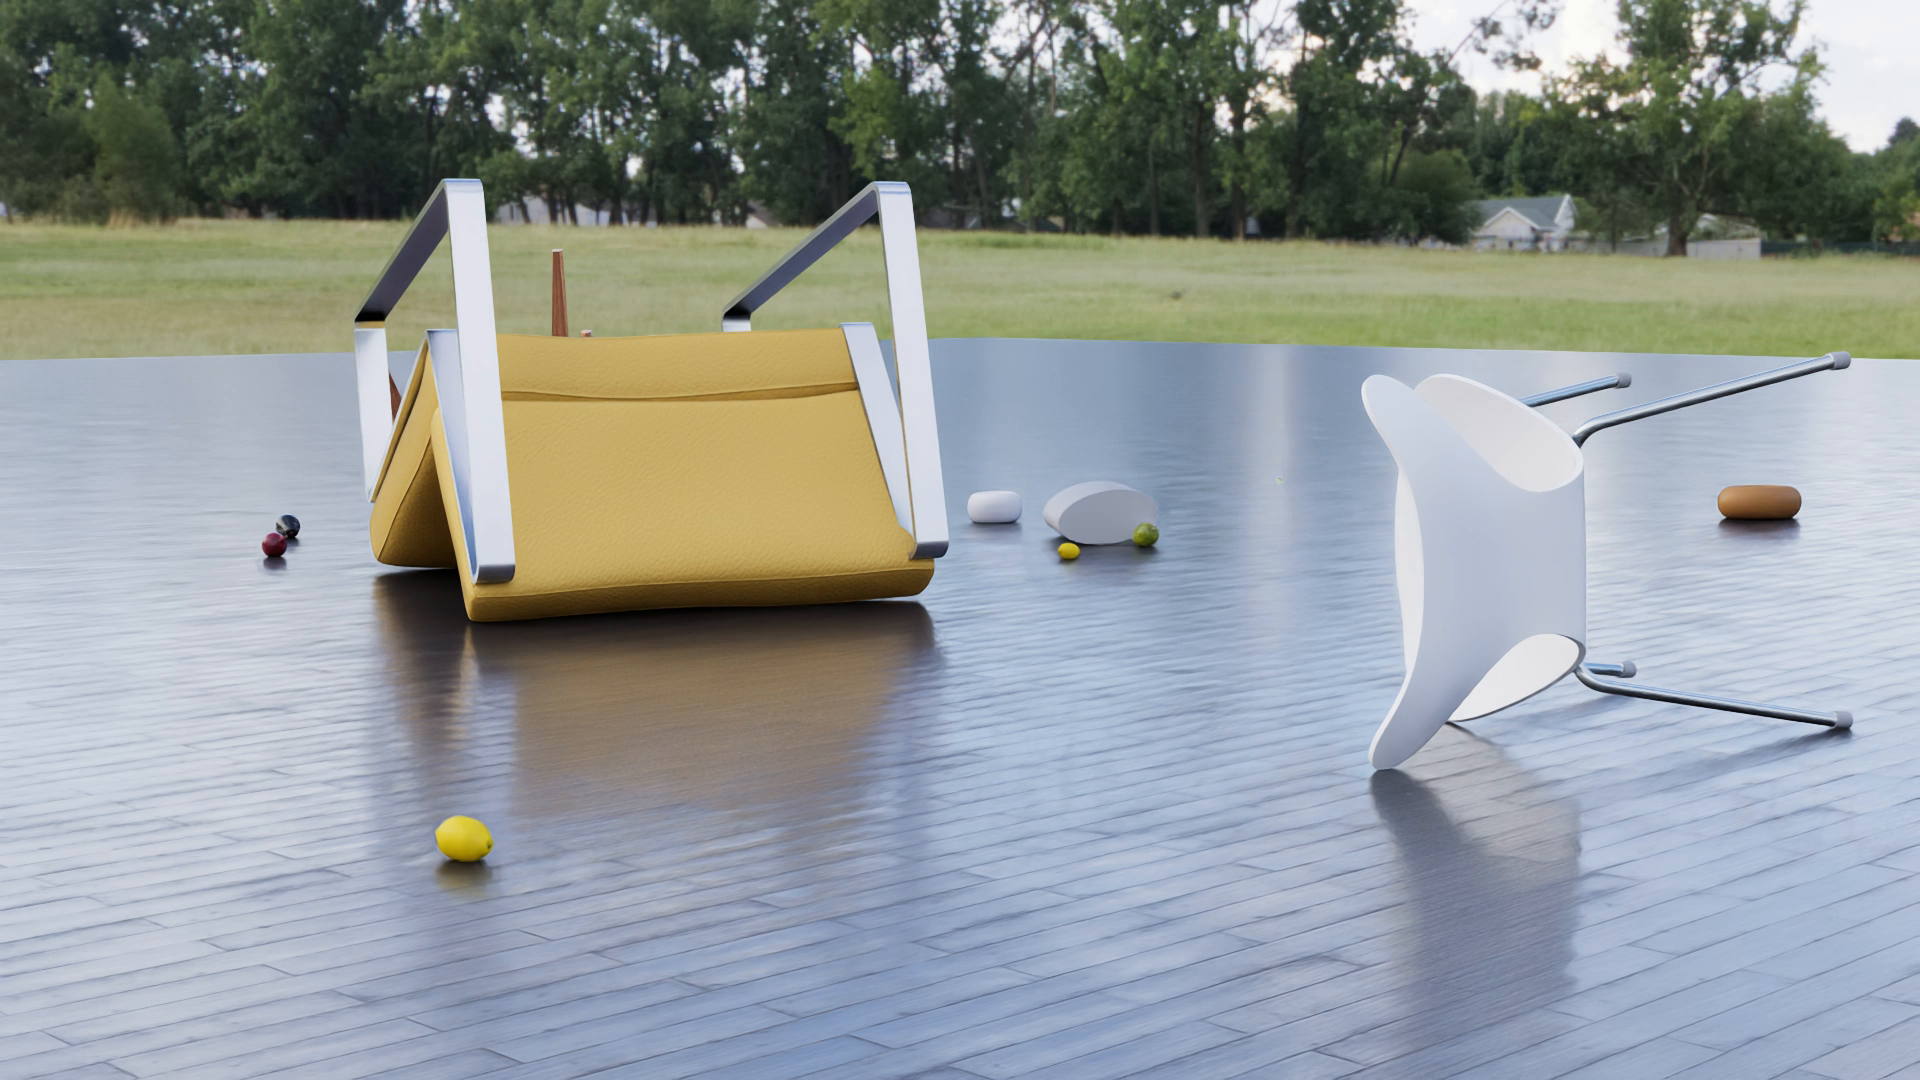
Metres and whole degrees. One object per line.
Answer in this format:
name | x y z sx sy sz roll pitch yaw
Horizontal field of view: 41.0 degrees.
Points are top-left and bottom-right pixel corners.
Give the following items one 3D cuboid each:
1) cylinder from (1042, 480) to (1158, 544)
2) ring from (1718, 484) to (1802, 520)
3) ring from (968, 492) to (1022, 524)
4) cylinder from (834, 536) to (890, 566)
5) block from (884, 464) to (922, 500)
cylinder | 0.349 -0.070 6.428 0.250 0.131 0.279 -11 7 -5
ring | 2.181 -0.104 6.999 0.249 0.088 0.161 -1 4 -21
ring | 0.093 -0.088 6.887 0.148 0.080 0.146 -3 5 -16
cylinder | -0.224 0.024 5.874 0.116 0.062 0.061 -6 8 -27
block | -0.167 -0.171 7.592 0.083 0.099 0.078 6 8 44
